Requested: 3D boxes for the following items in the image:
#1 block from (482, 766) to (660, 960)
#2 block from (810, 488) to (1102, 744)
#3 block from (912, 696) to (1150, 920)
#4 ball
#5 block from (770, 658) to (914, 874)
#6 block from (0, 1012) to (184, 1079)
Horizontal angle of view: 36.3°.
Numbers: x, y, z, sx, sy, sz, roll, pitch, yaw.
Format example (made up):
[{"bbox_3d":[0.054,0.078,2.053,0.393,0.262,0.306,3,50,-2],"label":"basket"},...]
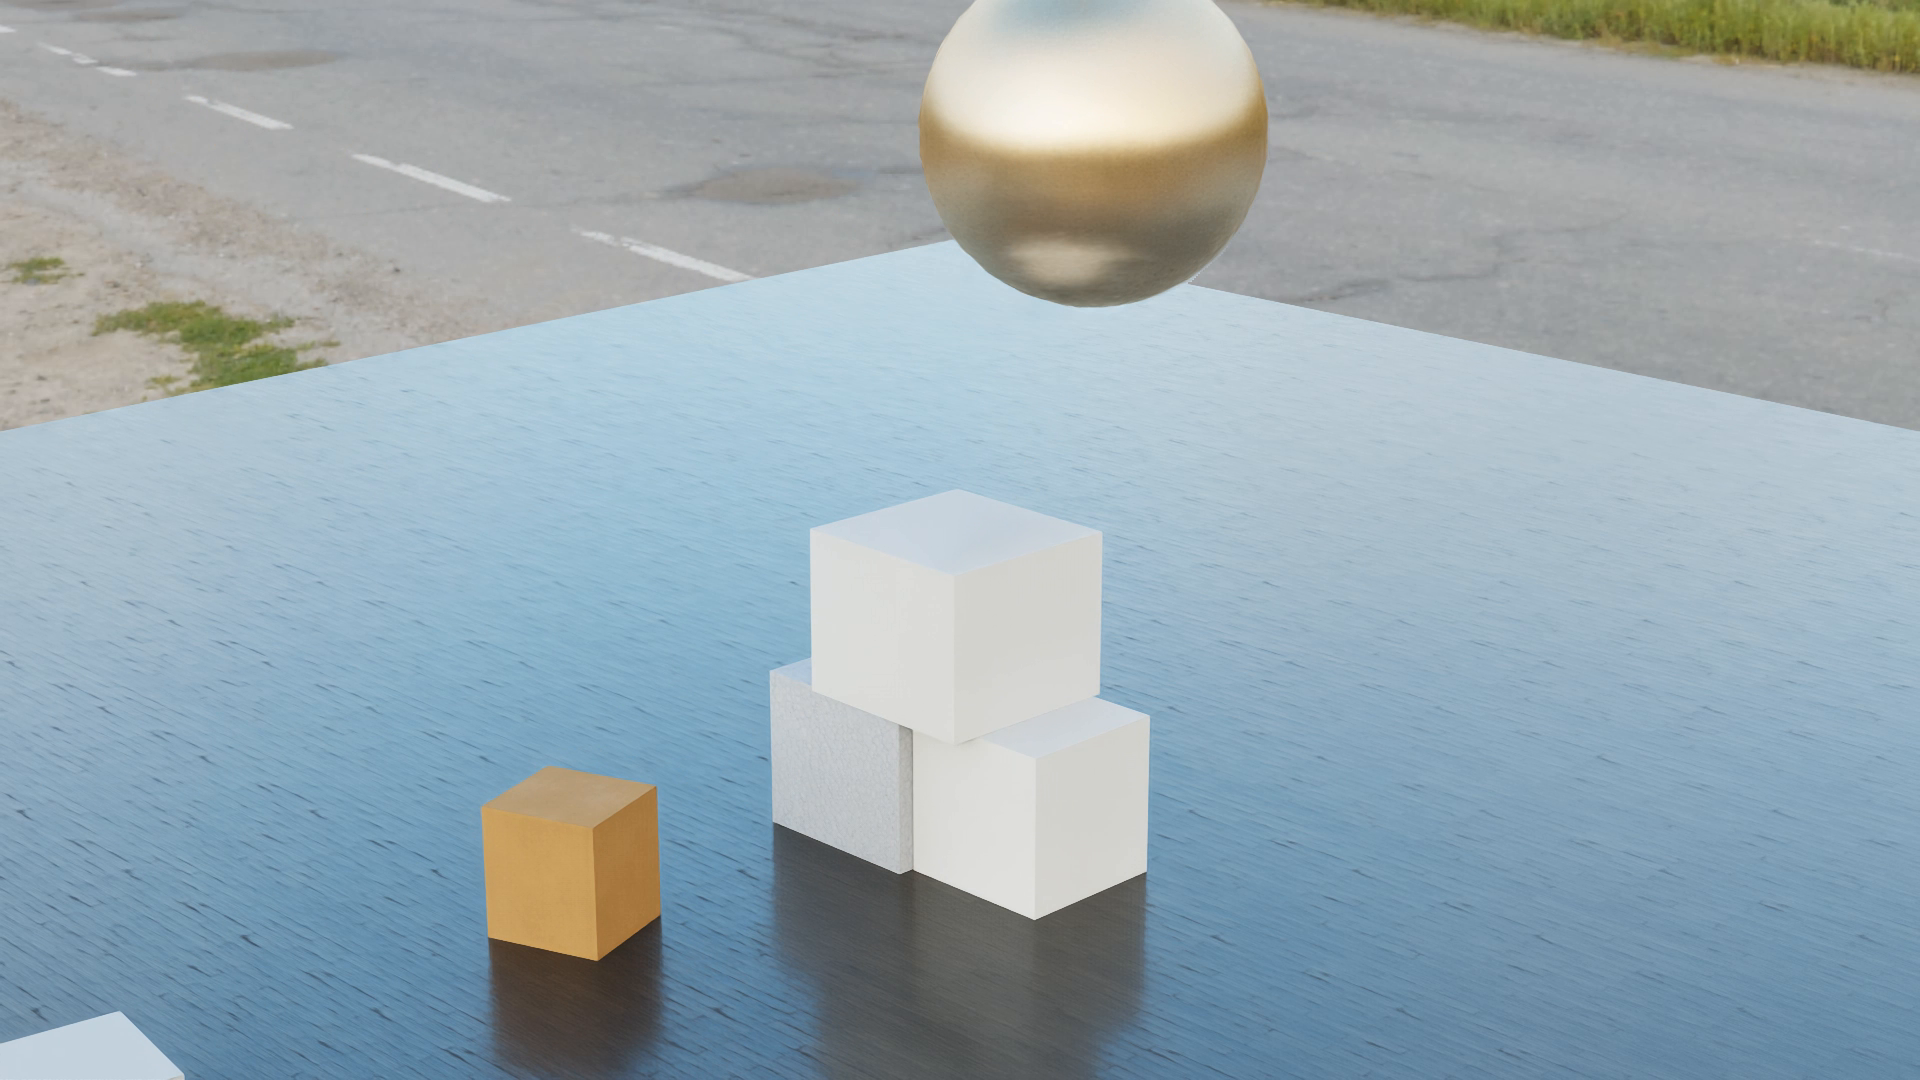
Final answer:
[{"bbox_3d":[-1.697,1.407,12.841,0.562,0.616,0.527,8,19,24],"label":"block"},{"bbox_3d":[-0.019,0.330,13.426,0.931,0.785,0.948,-16,24,-41],"label":"block"},{"bbox_3d":[0.323,1.157,13.386,0.747,0.766,0.770,-17,24,-42],"label":"block"},{"bbox_3d":[0.607,-1.863,13.393,1.600,1.600,1.600,0,17,0],"label":"ball"},{"bbox_3d":[-0.279,0.983,13.936,0.873,0.768,0.877,-17,24,-42],"label":"block"},{"bbox_3d":[-3.190,2.149,10.563,0.623,0.566,0.617,-12,21,-34],"label":"block"}]
